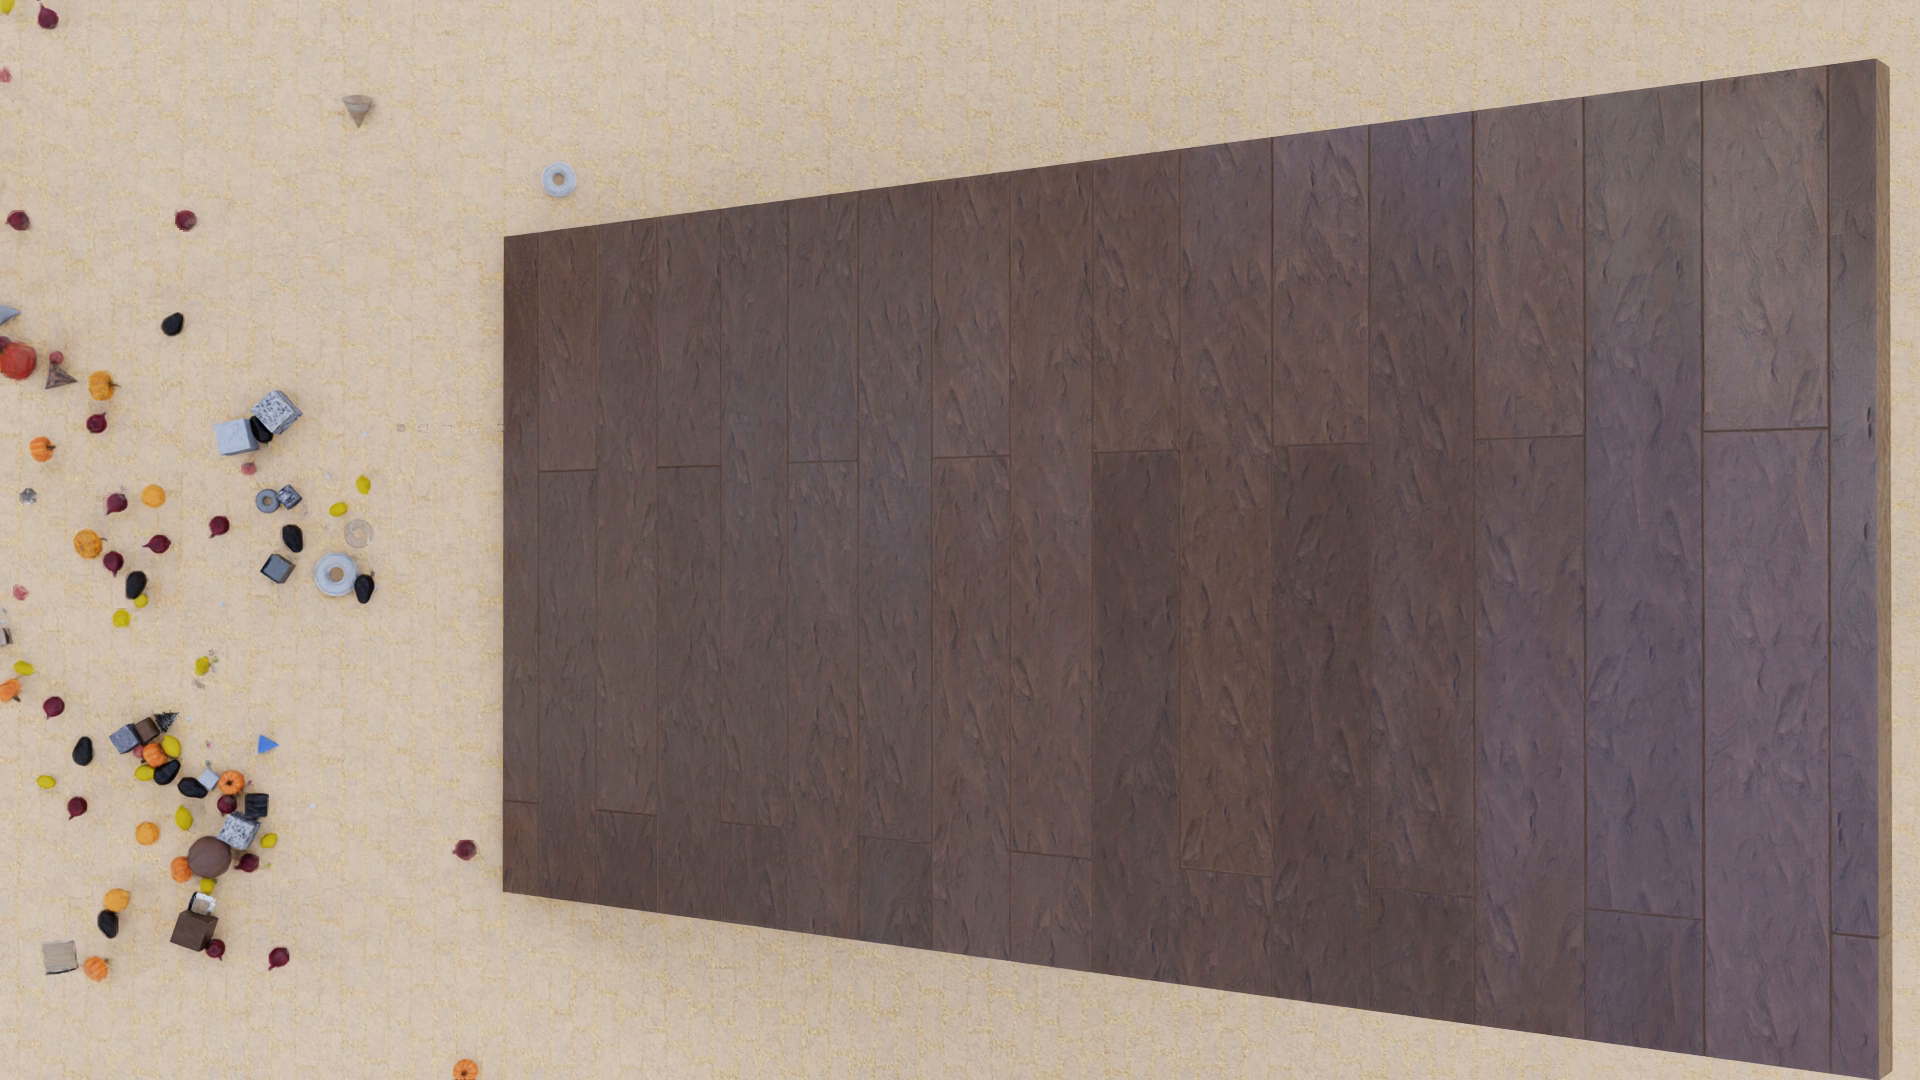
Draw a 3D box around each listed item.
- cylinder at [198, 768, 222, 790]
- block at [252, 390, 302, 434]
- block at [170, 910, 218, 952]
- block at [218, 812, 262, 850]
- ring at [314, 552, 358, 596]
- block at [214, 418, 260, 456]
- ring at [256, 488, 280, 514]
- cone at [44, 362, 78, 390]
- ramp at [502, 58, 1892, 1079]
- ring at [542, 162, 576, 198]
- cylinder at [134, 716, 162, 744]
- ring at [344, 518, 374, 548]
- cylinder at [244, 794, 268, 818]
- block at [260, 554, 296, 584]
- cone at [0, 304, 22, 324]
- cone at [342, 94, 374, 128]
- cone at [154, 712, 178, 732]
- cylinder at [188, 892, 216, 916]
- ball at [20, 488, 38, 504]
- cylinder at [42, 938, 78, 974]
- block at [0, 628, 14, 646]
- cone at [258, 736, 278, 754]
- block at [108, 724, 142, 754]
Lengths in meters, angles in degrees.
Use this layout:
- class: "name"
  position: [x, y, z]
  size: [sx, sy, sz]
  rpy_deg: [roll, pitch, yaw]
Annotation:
- class: "cylinder"
  position: [-2.308, 0.736, 6.765]
  size: [0.050, 0.050, 0.050]
  rpy_deg: [34, 90, 0]
- class: "block"
  position: [-2.097, -0.393, 6.751]
  size: [0.094, 0.094, 0.094]
  rpy_deg: [-43, 90, 0]
- class: "block"
  position: [-2.347, 1.195, 6.740]
  size: [0.093, 0.093, 0.093]
  rpy_deg: [19, 90, 0]
- class: "block"
  position: [-2.211, 0.892, 6.748]
  size: [0.083, 0.083, 0.083]
  rpy_deg: [25, 90, 0]
- class: "ring"
  position: [-1.920, 0.106, 6.772]
  size: [0.137, 0.046, 0.137]
  rpy_deg: [0, 90, -1]
- class: "block"
  position: [-2.220, -0.315, 6.751]
  size: [0.093, 0.093, 0.093]
  rpy_deg: [-13, 90, 0]
- class: "ring"
  position: [-2.135, -0.120, 6.784]
  size: [0.077, 0.026, 0.077]
  rpy_deg: [0, 89, -1]
- class: "cone"
  position: [-2.765, -0.498, 6.779]
  size: [0.091, 0.091, 0.091]
  rpy_deg: [11, 90, -26]
- class: "ramp"
  position: [0.230, 0.065, 5.549]
  size: [4.000, 0.100, 2.000]
  rpy_deg: [0, 89, 37]
- class: "ring"
  position: [-1.238, -1.112, 6.785]
  size: [0.110, 0.037, 0.110]
  rpy_deg: [0, 91, 1]
- class: "cylinder"
  position: [-2.500, 0.585, 6.761]
  size: [0.060, 0.060, 0.060]
  rpy_deg: [-35, 90, 0]
- class: "ring"
  position: [-1.854, -0.020, 6.780]
  size: [0.092, 0.031, 0.092]
  rpy_deg: [0, 88, -1]
- class: "cylinder"
  position: [-2.164, 0.815, 6.757]
  size: [0.065, 0.065, 0.065]
  rpy_deg: [6, 90, 0]
- class: "block"
  position: [-2.097, 0.088, 6.762]
  size: [0.066, 0.066, 0.066]
  rpy_deg: [34, 90, 0]
- class: "cone"
  position: [-2.932, -0.699, 6.784]
  size: [0.074, 0.074, 0.074]
  rpy_deg: [-8, 90, -27]
- class: "cone"
  position: [-1.857, -1.313, 6.783]
  size: [0.095, 0.095, 0.095]
  rpy_deg: [6, 116, 0]
- class: "cone"
  position: [-2.437, 0.548, 6.776]
  size: [0.067, 0.067, 0.067]
  rpy_deg: [-33, 90, -27]
- class: "cylinder"
  position: [-2.329, 1.118, 6.757]
  size: [0.060, 0.060, 0.060]
  rpy_deg: [18, 90, 0]
- class: "ball"
  position: [-2.867, -0.134, 6.771]
  size: [0.050, 0.050, 0.050]
  rpy_deg: [0, 90, 0]
- class: "cylinder"
  position: [-2.757, 1.277, 6.740]
  size: [0.091, 0.091, 0.091]
  rpy_deg: [-8, 90, 0]
- class: "block"
  position: [-2.955, 0.301, 6.768]
  size: [0.051, 0.051, 0.051]
  rpy_deg: [-14, 90, 0]
- class: "cone"
  position: [-2.127, 0.631, 6.777]
  size: [0.060, 0.060, 0.060]
  rpy_deg: [-1, 90, -32]
- class: "block"
  position: [-2.559, 0.610, 6.758]
  size: [0.066, 0.066, 0.066]
  rpy_deg: [-35, 90, 0]
